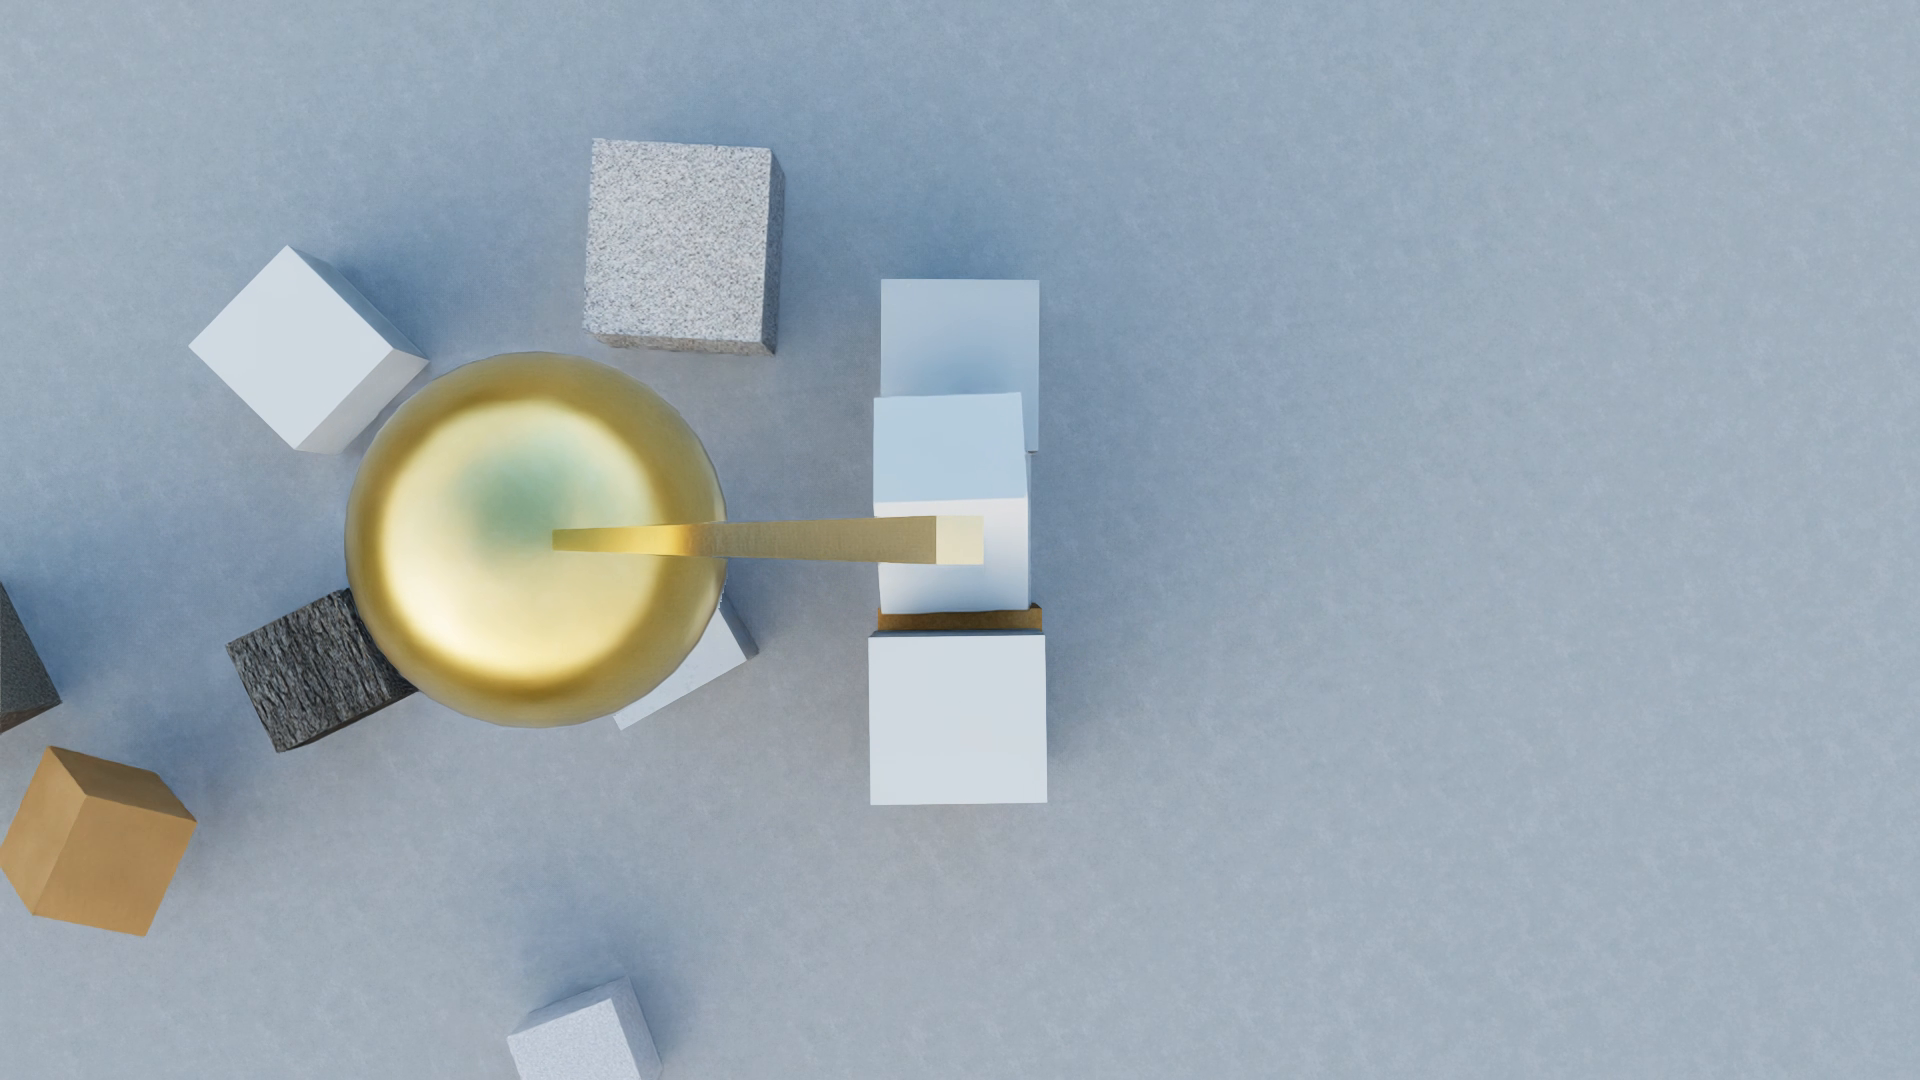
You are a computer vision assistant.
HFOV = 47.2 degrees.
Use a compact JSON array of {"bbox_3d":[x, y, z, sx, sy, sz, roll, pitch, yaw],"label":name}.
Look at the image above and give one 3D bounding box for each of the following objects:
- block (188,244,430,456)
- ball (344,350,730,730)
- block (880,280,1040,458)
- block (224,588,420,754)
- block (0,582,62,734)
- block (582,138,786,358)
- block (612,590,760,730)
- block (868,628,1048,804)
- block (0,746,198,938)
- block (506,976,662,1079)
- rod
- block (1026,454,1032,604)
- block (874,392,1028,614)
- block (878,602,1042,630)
[{"bbox_3d":[-3.700,-1.066,12.577,0.822,0.845,0.783,44,90,0],"label":"block"},{"bbox_3d":[-1.778,0.000,9.302,1.600,1.600,1.600,0,90,0],"label":"ball"},{"bbox_3d":[-0.001,-0.956,12.495,0.860,1.010,0.930,0,90,0],"label":"block"},{"bbox_3d":[-3.657,0.740,12.667,0.713,0.667,0.679,-26,90,0],"label":"block"},{"bbox_3d":[-5.950,0.818,12.507,1.019,0.986,0.839,-27,90,0],"label":"block"},{"bbox_3d":[-1.546,-1.636,12.503,0.977,0.995,1.060,3,90,0],"label":"block"},{"bbox_3d":[-1.710,0.546,12.607,0.803,0.785,0.726,-29,90,0],"label":"block"},{"bbox_3d":[-0.011,0.904,11.463,0.886,0.860,0.840,-1,90,0],"label":"block"},{"bbox_3d":[-4.907,1.709,12.490,0.663,0.754,0.723,24,92,-41],"label":"block"},{"bbox_3d":[-2.153,2.959,12.673,0.630,0.654,0.585,-21,90,0],"label":"block"},{"bbox_3d":[-0.770,0.000,6.055,0.080,5.200,0.080,0,90,-17],"label":"rod"},{"bbox_3d":[-0.006,-0.059,12.619,0.801,0.763,0.842,0,90,0],"label":"block"},{"bbox_3d":[-0.047,-0.191,11.660,0.779,0.859,0.771,-2,47,0],"label":"block"},{"bbox_3d":[0.000,0.896,12.447,0.889,1.106,1.048,0,90,0],"label":"block"}]
